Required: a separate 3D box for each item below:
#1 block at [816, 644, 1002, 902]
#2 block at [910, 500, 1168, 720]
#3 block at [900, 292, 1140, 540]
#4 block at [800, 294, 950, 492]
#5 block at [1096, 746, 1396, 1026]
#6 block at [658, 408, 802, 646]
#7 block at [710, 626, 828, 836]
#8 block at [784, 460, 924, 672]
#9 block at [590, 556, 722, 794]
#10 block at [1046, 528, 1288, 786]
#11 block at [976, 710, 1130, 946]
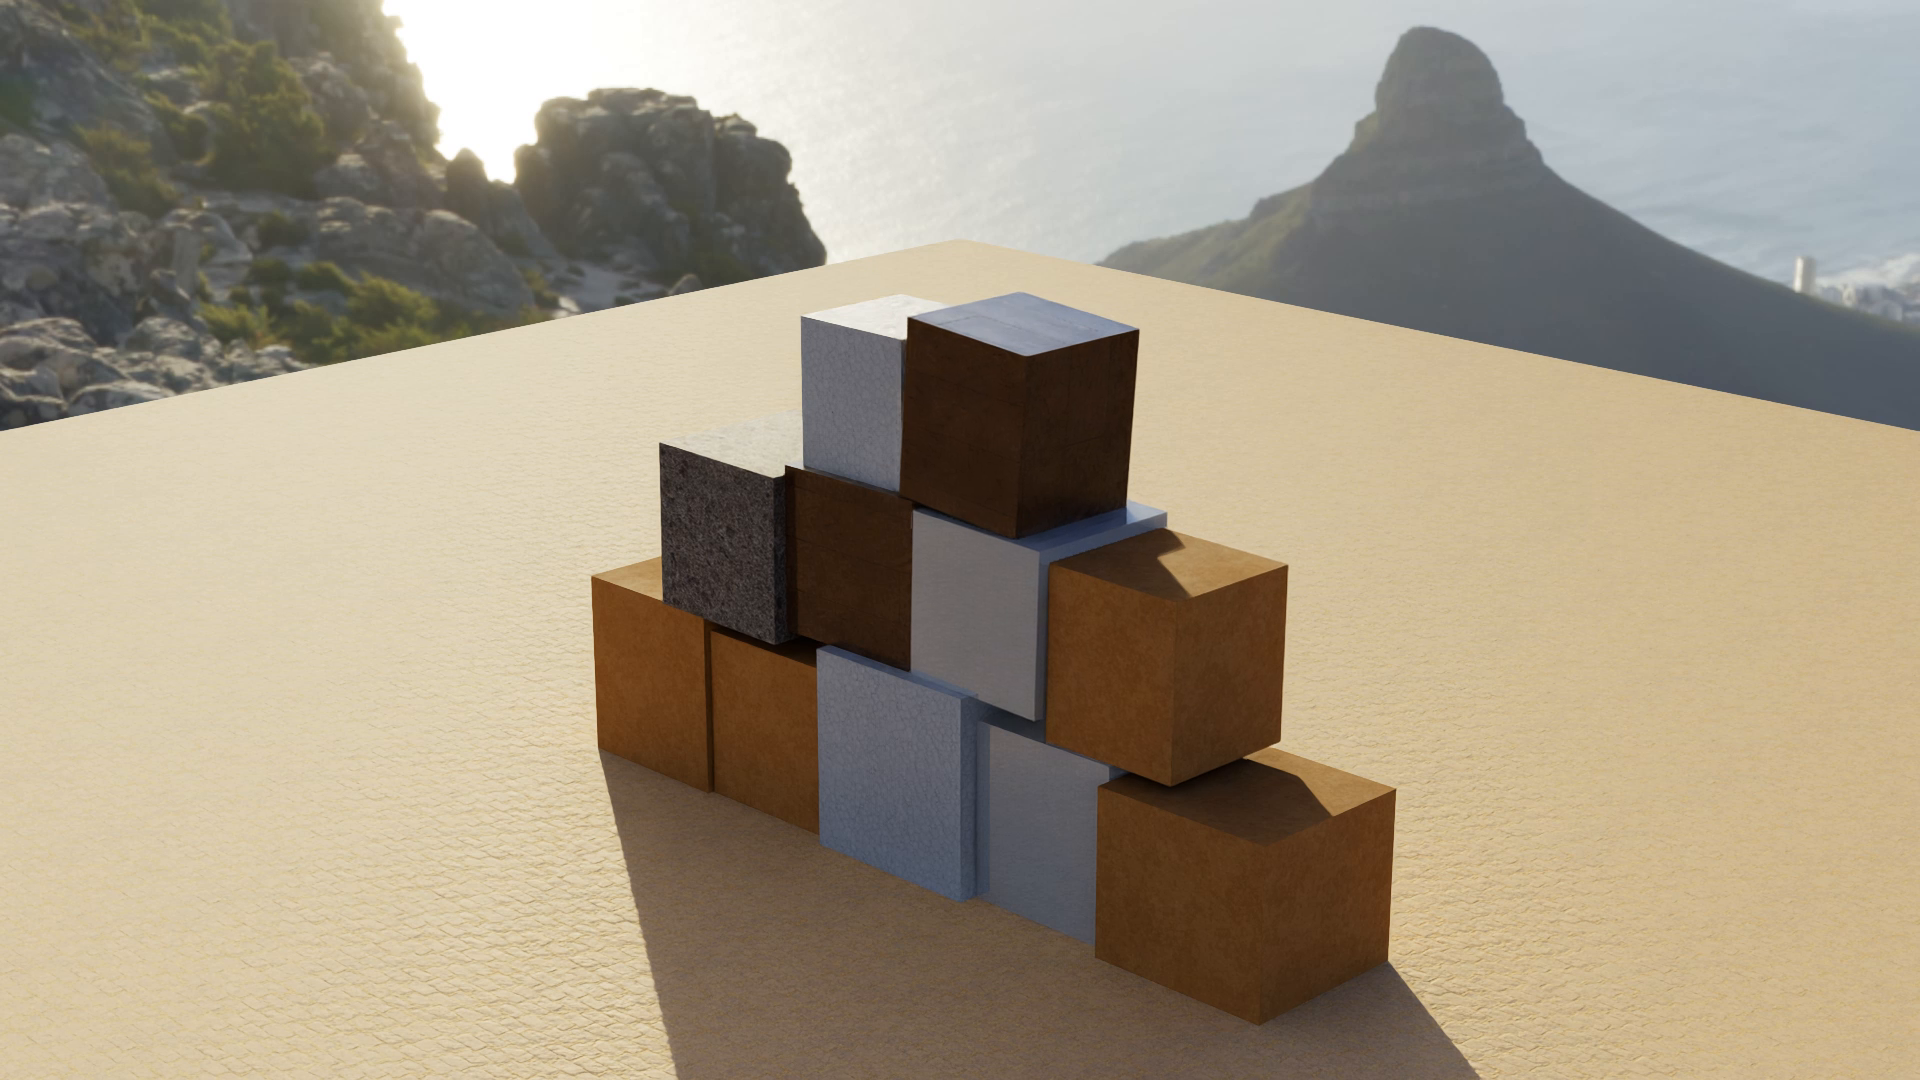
[{"bbox_3d":[0.008,0.963,13.654,0.955,0.975,0.938,-17,24,-42],"label":"block"},{"bbox_3d":[0.348,0.238,13.055,0.824,0.770,0.766,-17,26,-42],"label":"block"},{"bbox_3d":[0.255,-0.559,12.870,0.710,0.821,0.719,-17,28,-42],"label":"block"},{"bbox_3d":[-0.270,-0.679,13.386,0.627,0.704,0.654,-17,24,-42],"label":"block"},{"bbox_3d":[1.210,1.423,12.492,0.869,0.795,0.910,-17,24,-42],"label":"block"},{"bbox_3d":[-0.841,-0.082,14.173,0.883,0.817,0.823,-17,25,-42],"label":"block"},{"bbox_3d":[-0.634,0.841,14.266,0.790,0.841,0.827,-17,24,-42],"label":"block"},{"bbox_3d":[-0.243,0.047,13.598,0.754,0.808,0.843,-17,24,-42],"label":"block"},{"bbox_3d":[-1.250,0.623,14.823,0.829,0.923,0.869,-17,24,-42],"label":"block"},{"bbox_3d":[0.884,0.486,12.590,0.725,0.811,0.717,-17,25,-42],"label":"block"},{"bbox_3d":[0.629,1.204,13.087,0.779,0.855,0.788,-17,24,-42],"label":"block"}]
